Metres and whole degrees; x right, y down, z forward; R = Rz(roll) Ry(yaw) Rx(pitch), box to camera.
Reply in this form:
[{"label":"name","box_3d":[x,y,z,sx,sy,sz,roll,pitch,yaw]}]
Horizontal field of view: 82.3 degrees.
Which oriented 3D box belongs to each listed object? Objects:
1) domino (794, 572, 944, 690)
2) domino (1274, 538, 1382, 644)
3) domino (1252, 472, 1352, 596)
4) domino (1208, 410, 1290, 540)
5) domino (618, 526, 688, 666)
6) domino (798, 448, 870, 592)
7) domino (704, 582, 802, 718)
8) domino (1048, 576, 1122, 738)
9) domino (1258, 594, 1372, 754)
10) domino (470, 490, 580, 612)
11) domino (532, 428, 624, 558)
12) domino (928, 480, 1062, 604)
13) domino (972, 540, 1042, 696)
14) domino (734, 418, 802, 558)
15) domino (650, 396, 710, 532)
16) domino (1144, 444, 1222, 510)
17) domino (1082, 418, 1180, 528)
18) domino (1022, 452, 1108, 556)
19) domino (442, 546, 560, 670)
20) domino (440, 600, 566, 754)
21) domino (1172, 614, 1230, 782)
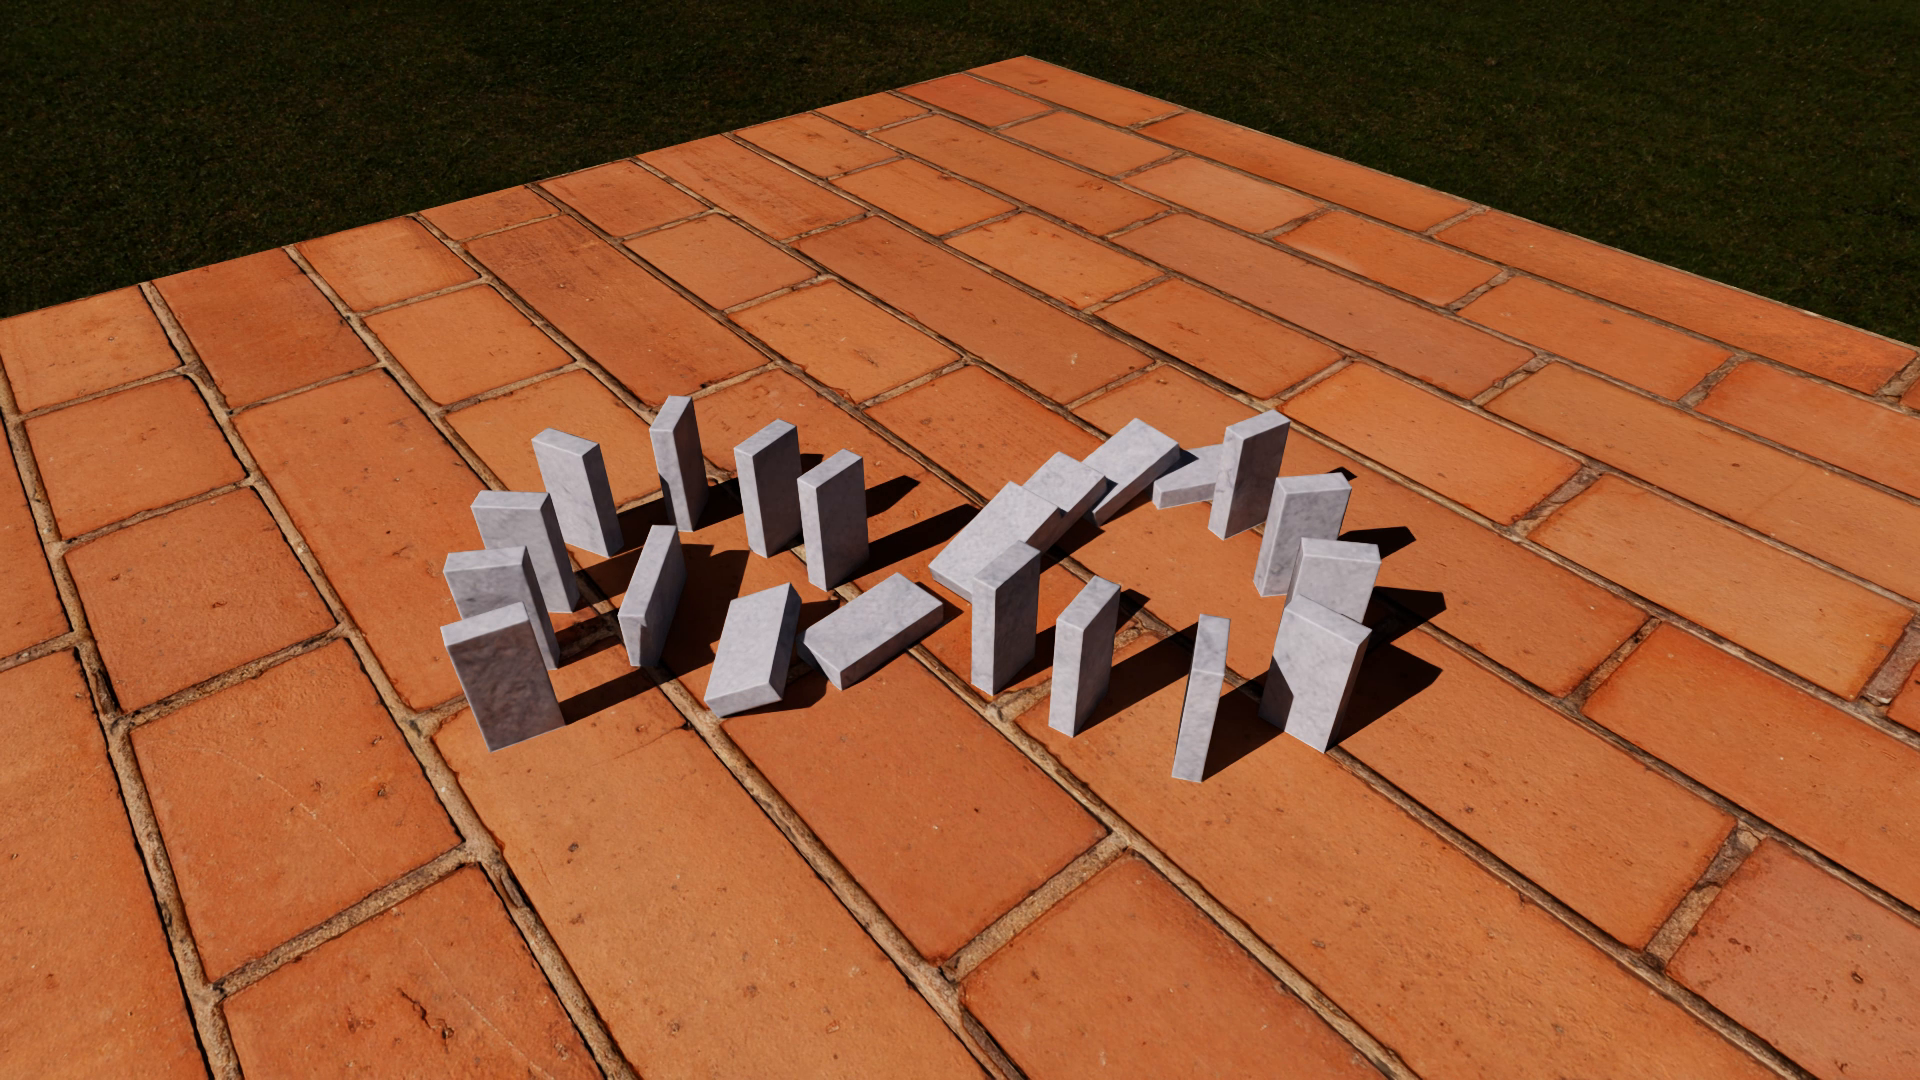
[{"label":"domino","box_3d":[-0.033,0.033,0.404,0.050,0.009,0.025,-32,49,-33]},{"label":"domino","box_3d":[0.128,0.023,0.384,0.025,0.050,0.009,6,40,7]},{"label":"domino","box_3d":[0.128,-0.001,0.413,0.025,0.050,0.010,-5,40,-6]},{"label":"domino","box_3d":[0.116,-0.026,0.443,0.025,0.050,0.010,-21,44,-24]},{"label":"domino","box_3d":[-0.113,0.020,0.407,0.009,0.025,0.050,1,39,1]},{"label":"domino","box_3d":[-0.048,-0.007,0.420,0.010,0.050,0.025,27,46,29]},{"label":"domino","box_3d":[-0.073,0.038,0.390,0.025,0.009,0.050,-17,37,15]},{"label":"domino","box_3d":[0.041,0.039,0.364,0.010,0.050,0.025,23,45,26]},{"label":"domino","box_3d":[0.114,0.044,0.358,0.025,0.050,0.009,30,48,31]},{"label":"domino","box_3d":[-0.159,0.005,0.405,0.025,0.050,0.009,2,39,2]},{"label":"domino","box_3d":[-0.150,-0.018,0.434,0.025,0.050,0.009,18,42,20]},{"label":"domino","box_3d":[0.014,0.001,0.430,0.025,0.010,0.050,31,66,32]},{"label":"domino","box_3d":[0.016,0.027,0.378,0.010,0.050,0.025,27,47,29]},{"label":"domino","box_3d":[-0.074,-0.020,0.436,0.009,0.050,0.025,24,45,26]},{"label":"domino","box_3d":[-0.114,-0.031,0.449,0.010,0.050,0.025,4,39,5]},{"label":"domino","box_3d":[0.105,-0.029,0.478,0.050,0.010,0.025,-11,41,-13]},{"label":"domino","box_3d":[0.067,-0.029,0.468,0.050,0.009,0.025,-39,51,-16]},{"label":"domino","box_3d":[0.035,-0.013,0.450,0.025,0.010,0.050,31,63,32]},{"label":"domino","box_3d":[-0.158,0.025,0.381,0.025,0.050,0.009,-6,40,-7]},{"label":"domino","box_3d":[-0.147,0.045,0.357,0.025,0.050,0.009,-19,43,-22]},{"label":"domino","box_3d":[0.076,0.051,0.350,0.010,0.050,0.025,10,40,12]}]
